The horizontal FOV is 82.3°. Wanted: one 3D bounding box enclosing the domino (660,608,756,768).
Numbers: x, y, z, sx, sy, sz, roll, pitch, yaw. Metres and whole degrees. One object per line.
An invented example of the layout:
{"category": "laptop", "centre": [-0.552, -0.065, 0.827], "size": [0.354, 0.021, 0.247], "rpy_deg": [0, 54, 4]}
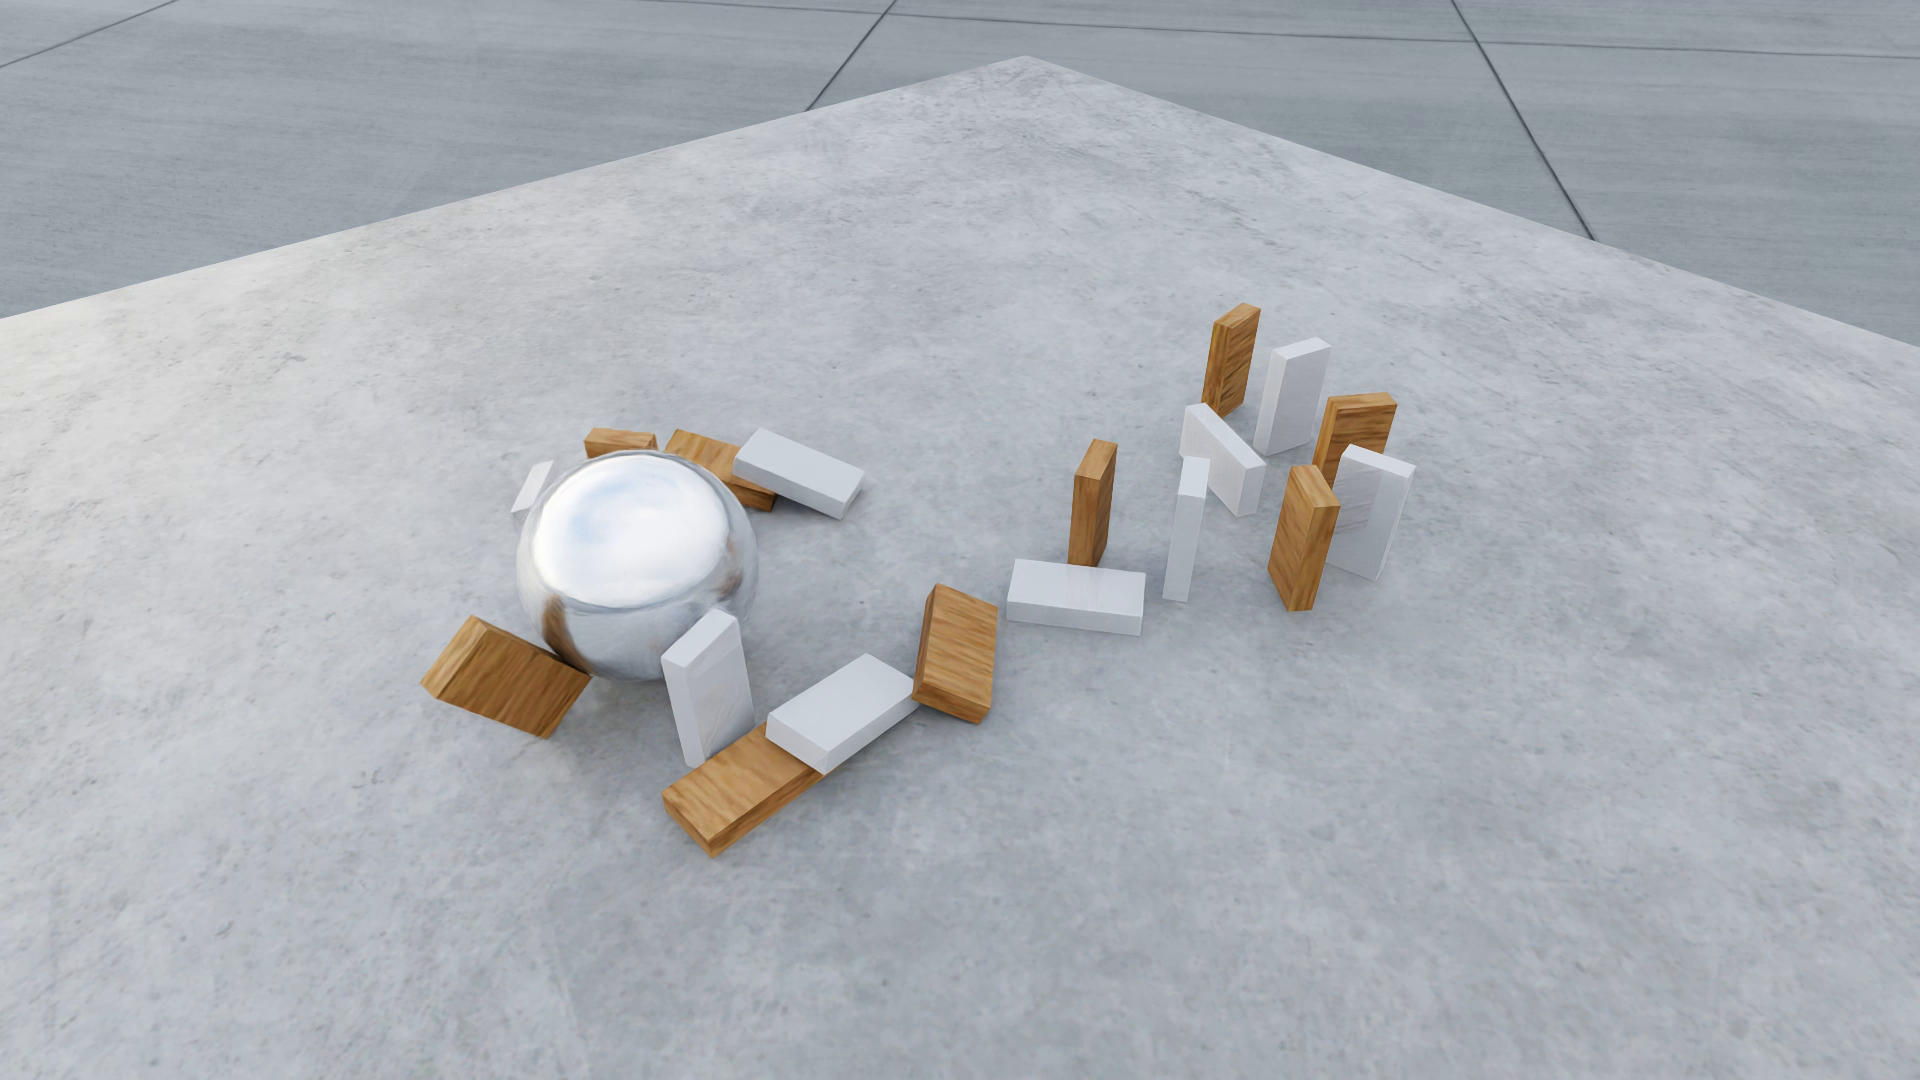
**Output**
{"category": "domino", "centre": [-0.080, 0.049, 0.352], "size": [0.010, 0.050, 0.025], "rpy_deg": [20, 43, 23]}

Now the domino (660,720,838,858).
{"category": "domino", "centre": [-0.066, 0.076, 0.351], "size": [0.025, 0.010, 0.050], "rpy_deg": [32, 49, 33]}

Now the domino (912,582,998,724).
{"category": "domino", "centre": [-0.001, 0.039, 0.388], "size": [0.025, 0.009, 0.050], "rpy_deg": [23, 38, -13]}

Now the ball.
{"category": "ball", "centre": [-0.109, 0.009, 0.377], "size": [0.080, 0.080, 0.080], "rpy_deg": [0, 39, 0]}

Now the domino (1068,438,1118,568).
{"category": "domino", "centre": [0.051, -0.011, 0.425], "size": [0.010, 0.050, 0.025], "rpy_deg": [14, 41, 16]}

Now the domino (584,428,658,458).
{"category": "domino", "centre": [-0.130, -0.020, 0.436], "size": [0.025, 0.050, 0.010], "rpy_deg": [7, 40, 8]}

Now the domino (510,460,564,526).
{"category": "domino", "centre": [-0.145, -0.003, 0.413], "size": [0.010, 0.050, 0.025], "rpy_deg": [-14, 42, 17]}

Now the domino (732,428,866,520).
{"category": "domino", "centre": [-0.068, -0.029, 0.467], "size": [0.050, 0.010, 0.025], "rpy_deg": [23, 40, 2]}

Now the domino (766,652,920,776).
{"category": "domino", "centre": [-0.037, 0.056, 0.364], "size": [0.025, 0.009, 0.050], "rpy_deg": [26, 32, 25]}

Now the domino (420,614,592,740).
{"category": "domino", "centre": [-0.144, 0.045, 0.352], "size": [0.010, 0.050, 0.025], "rpy_deg": [29, 79, 30]}

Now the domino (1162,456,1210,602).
{"category": "domino", "centre": [0.085, -0.004, 0.416], "size": [0.010, 0.050, 0.025], "rpy_deg": [9, 40, 11]}

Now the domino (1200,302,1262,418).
{"category": "domino", "centre": [0.125, -0.082, 0.512], "size": [0.009, 0.050, 0.025], "rpy_deg": [29, 48, 31]}

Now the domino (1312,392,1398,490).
{"category": "domino", "centre": [0.161, -0.037, 0.456], "size": [0.025, 0.050, 0.009], "rpy_deg": [-5, 40, -7]}

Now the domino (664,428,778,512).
{"category": "domino", "centre": [-0.101, -0.030, 0.470], "size": [0.050, 0.009, 0.025], "rpy_deg": [16, 40, -4]}

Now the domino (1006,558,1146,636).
{"category": "domino", "centre": [0.044, 0.021, 0.417], "size": [0.050, 0.010, 0.025], "rpy_deg": [6, 40, 8]}

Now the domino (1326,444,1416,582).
{"category": "domino", "centre": [0.155, -0.010, 0.424], "size": [0.025, 0.050, 0.010], "rpy_deg": [24, 45, 26]}

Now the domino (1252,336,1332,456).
{"category": "domino", "centre": [0.147, -0.063, 0.489], "size": [0.025, 0.050, 0.009], "rpy_deg": [-18, 43, -21]}

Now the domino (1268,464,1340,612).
{"category": "domino", "centre": [0.128, 0.000, 0.412], "size": [0.010, 0.050, 0.025], "rpy_deg": [-4, 39, -4]}

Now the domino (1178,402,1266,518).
{"category": "domino", "centre": [0.112, -0.035, 0.474], "size": [0.009, 0.025, 0.050], "rpy_deg": [-13, 41, -15]}
